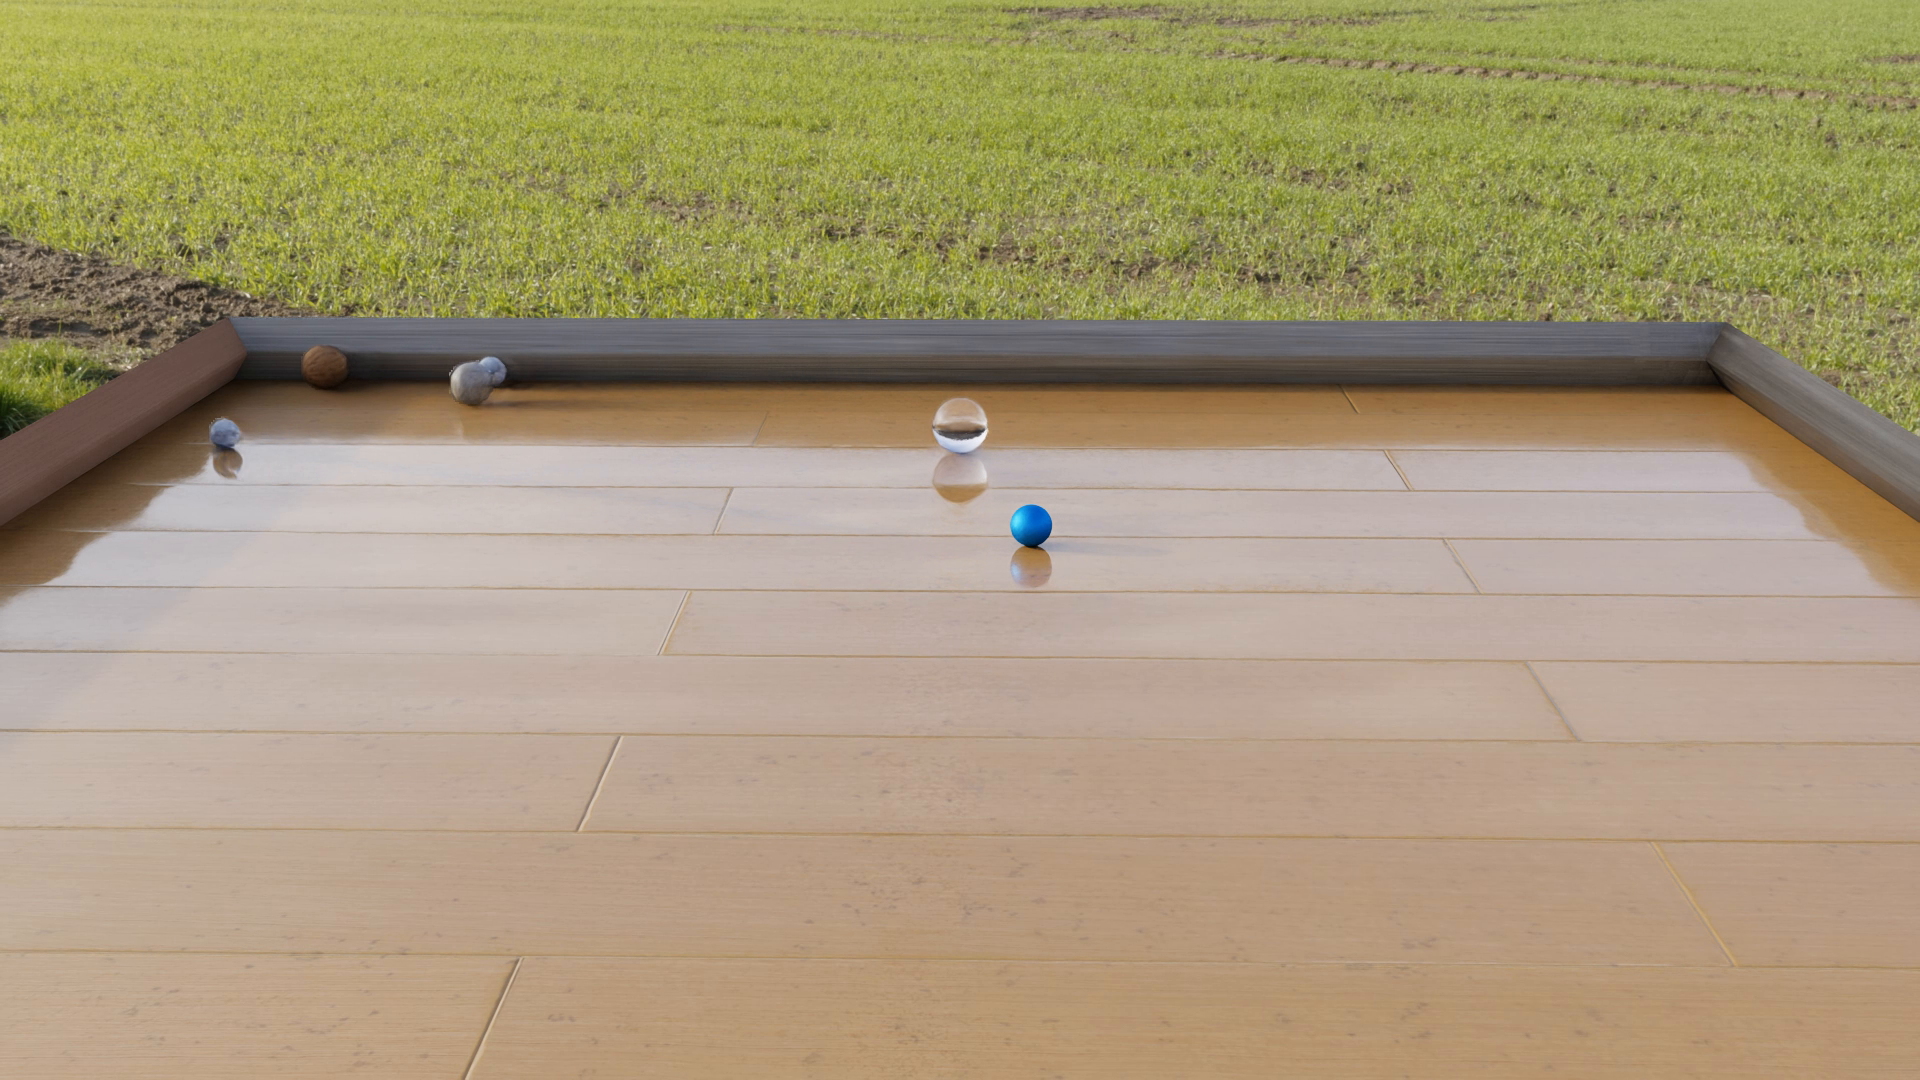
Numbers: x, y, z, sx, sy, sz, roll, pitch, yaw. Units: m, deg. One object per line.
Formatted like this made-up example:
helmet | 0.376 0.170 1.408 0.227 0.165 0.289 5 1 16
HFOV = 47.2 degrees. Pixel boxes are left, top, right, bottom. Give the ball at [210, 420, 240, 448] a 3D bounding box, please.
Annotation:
ball | -1.166 -0.169 3.489 0.046 0.046 0.046 0 16 0

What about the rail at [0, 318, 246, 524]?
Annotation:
rail | -1.340 0.286 1.822 0.045 0.113 4.490 0 16 1

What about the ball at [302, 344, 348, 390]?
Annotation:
ball | -1.125 -0.306 3.898 0.079 0.079 0.079 0 16 0

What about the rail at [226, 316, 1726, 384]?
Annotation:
rail | 0.022 -0.334 3.927 2.684 0.113 0.045 0 16 1

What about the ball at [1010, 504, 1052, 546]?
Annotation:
ball | 0.096 -0.020 2.963 0.057 0.057 0.057 0 16 0

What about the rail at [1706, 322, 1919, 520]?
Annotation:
rail | 1.296 0.301 1.772 0.045 0.113 4.490 0 16 1

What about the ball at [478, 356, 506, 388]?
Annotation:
ball | -0.836 -0.299 3.918 0.054 0.054 0.054 0 16 0

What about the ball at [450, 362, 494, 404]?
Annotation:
ball | -0.840 -0.269 3.782 0.073 0.073 0.073 0 16 0

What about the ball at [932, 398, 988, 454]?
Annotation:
ball | 0.000 -0.179 3.451 0.087 0.087 0.087 0 16 0
